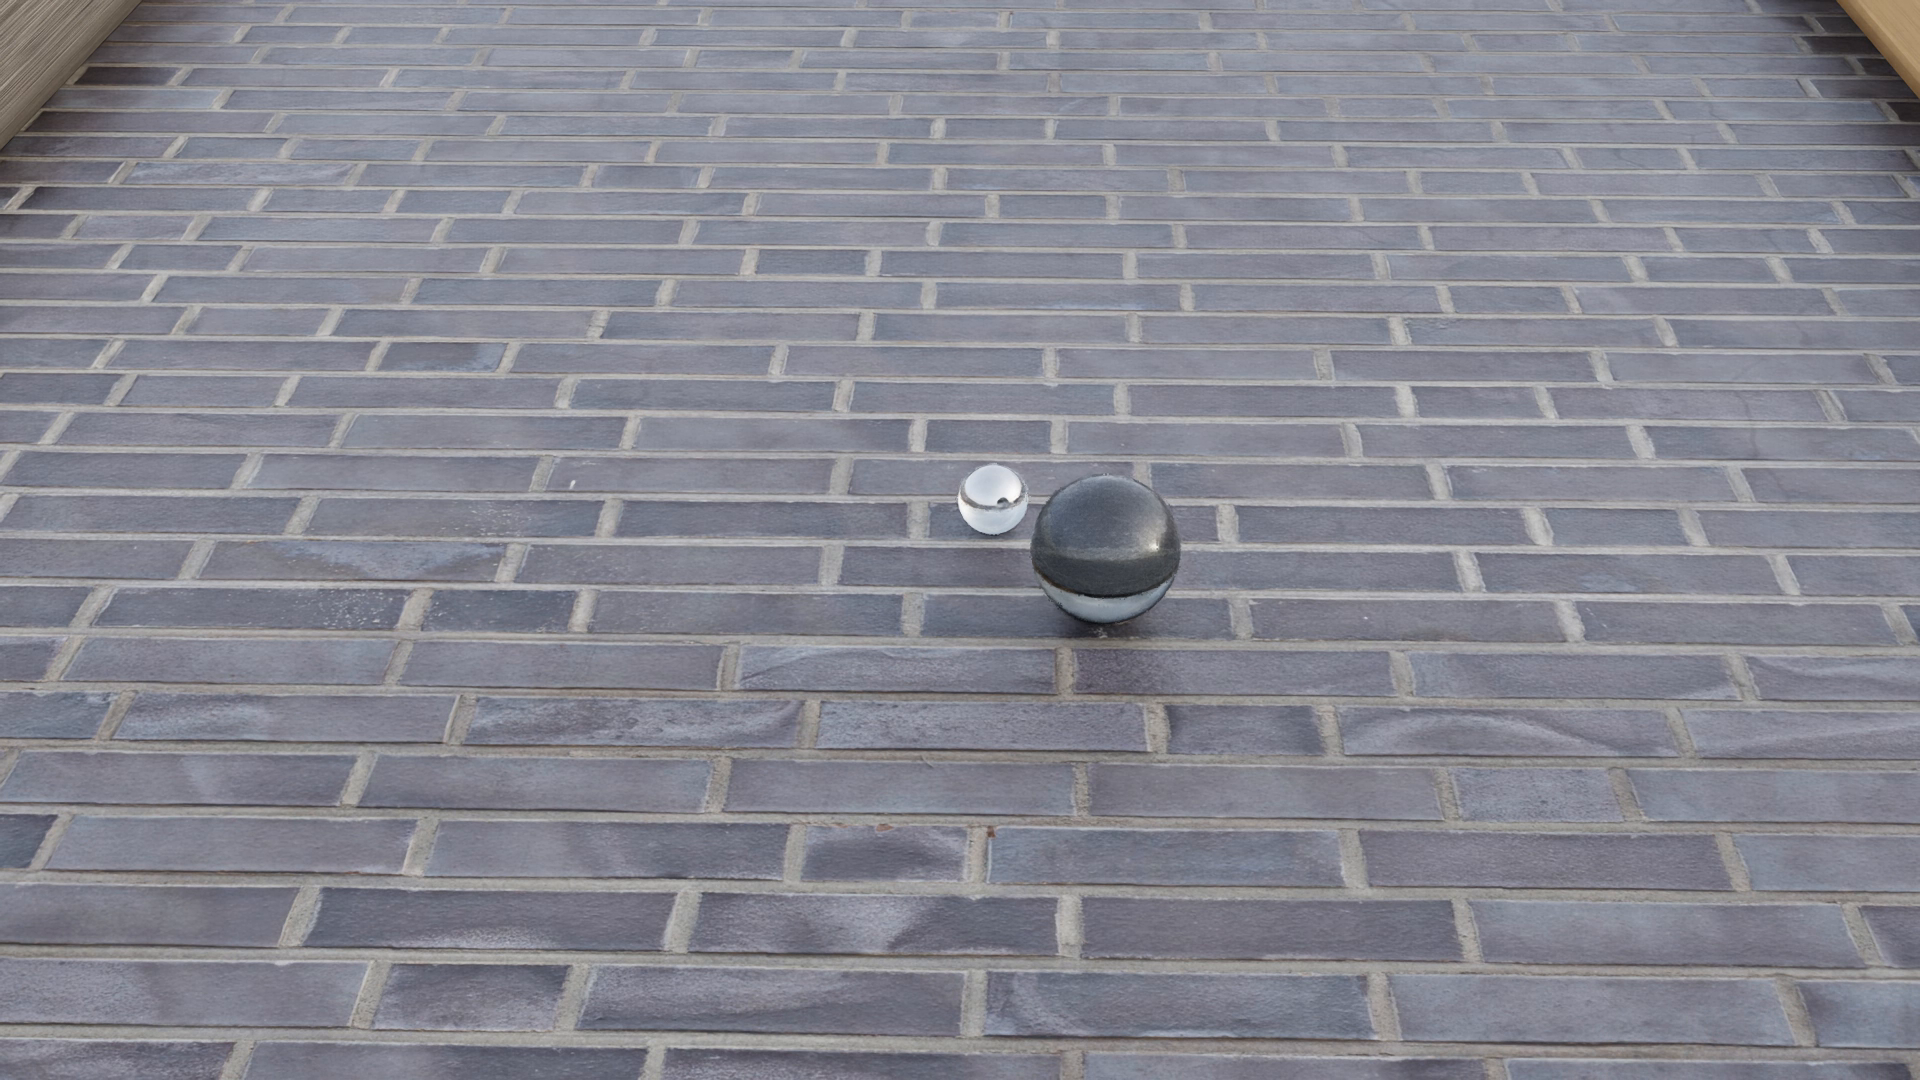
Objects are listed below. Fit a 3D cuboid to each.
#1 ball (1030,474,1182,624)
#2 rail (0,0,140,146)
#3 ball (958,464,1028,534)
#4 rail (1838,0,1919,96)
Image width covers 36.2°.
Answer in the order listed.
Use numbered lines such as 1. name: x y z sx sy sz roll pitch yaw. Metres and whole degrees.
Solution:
1. ball: 0.090 0.005 1.809 0.093 0.093 0.093 0 27 0
2. rail: -0.831 -0.366 2.513 0.045 0.120 2.998 1 27 1
3. ball: 0.022 -0.027 1.924 0.046 0.046 0.046 0 27 0
4. rail: 0.865 -0.349 2.478 0.045 0.120 2.998 1 27 1
